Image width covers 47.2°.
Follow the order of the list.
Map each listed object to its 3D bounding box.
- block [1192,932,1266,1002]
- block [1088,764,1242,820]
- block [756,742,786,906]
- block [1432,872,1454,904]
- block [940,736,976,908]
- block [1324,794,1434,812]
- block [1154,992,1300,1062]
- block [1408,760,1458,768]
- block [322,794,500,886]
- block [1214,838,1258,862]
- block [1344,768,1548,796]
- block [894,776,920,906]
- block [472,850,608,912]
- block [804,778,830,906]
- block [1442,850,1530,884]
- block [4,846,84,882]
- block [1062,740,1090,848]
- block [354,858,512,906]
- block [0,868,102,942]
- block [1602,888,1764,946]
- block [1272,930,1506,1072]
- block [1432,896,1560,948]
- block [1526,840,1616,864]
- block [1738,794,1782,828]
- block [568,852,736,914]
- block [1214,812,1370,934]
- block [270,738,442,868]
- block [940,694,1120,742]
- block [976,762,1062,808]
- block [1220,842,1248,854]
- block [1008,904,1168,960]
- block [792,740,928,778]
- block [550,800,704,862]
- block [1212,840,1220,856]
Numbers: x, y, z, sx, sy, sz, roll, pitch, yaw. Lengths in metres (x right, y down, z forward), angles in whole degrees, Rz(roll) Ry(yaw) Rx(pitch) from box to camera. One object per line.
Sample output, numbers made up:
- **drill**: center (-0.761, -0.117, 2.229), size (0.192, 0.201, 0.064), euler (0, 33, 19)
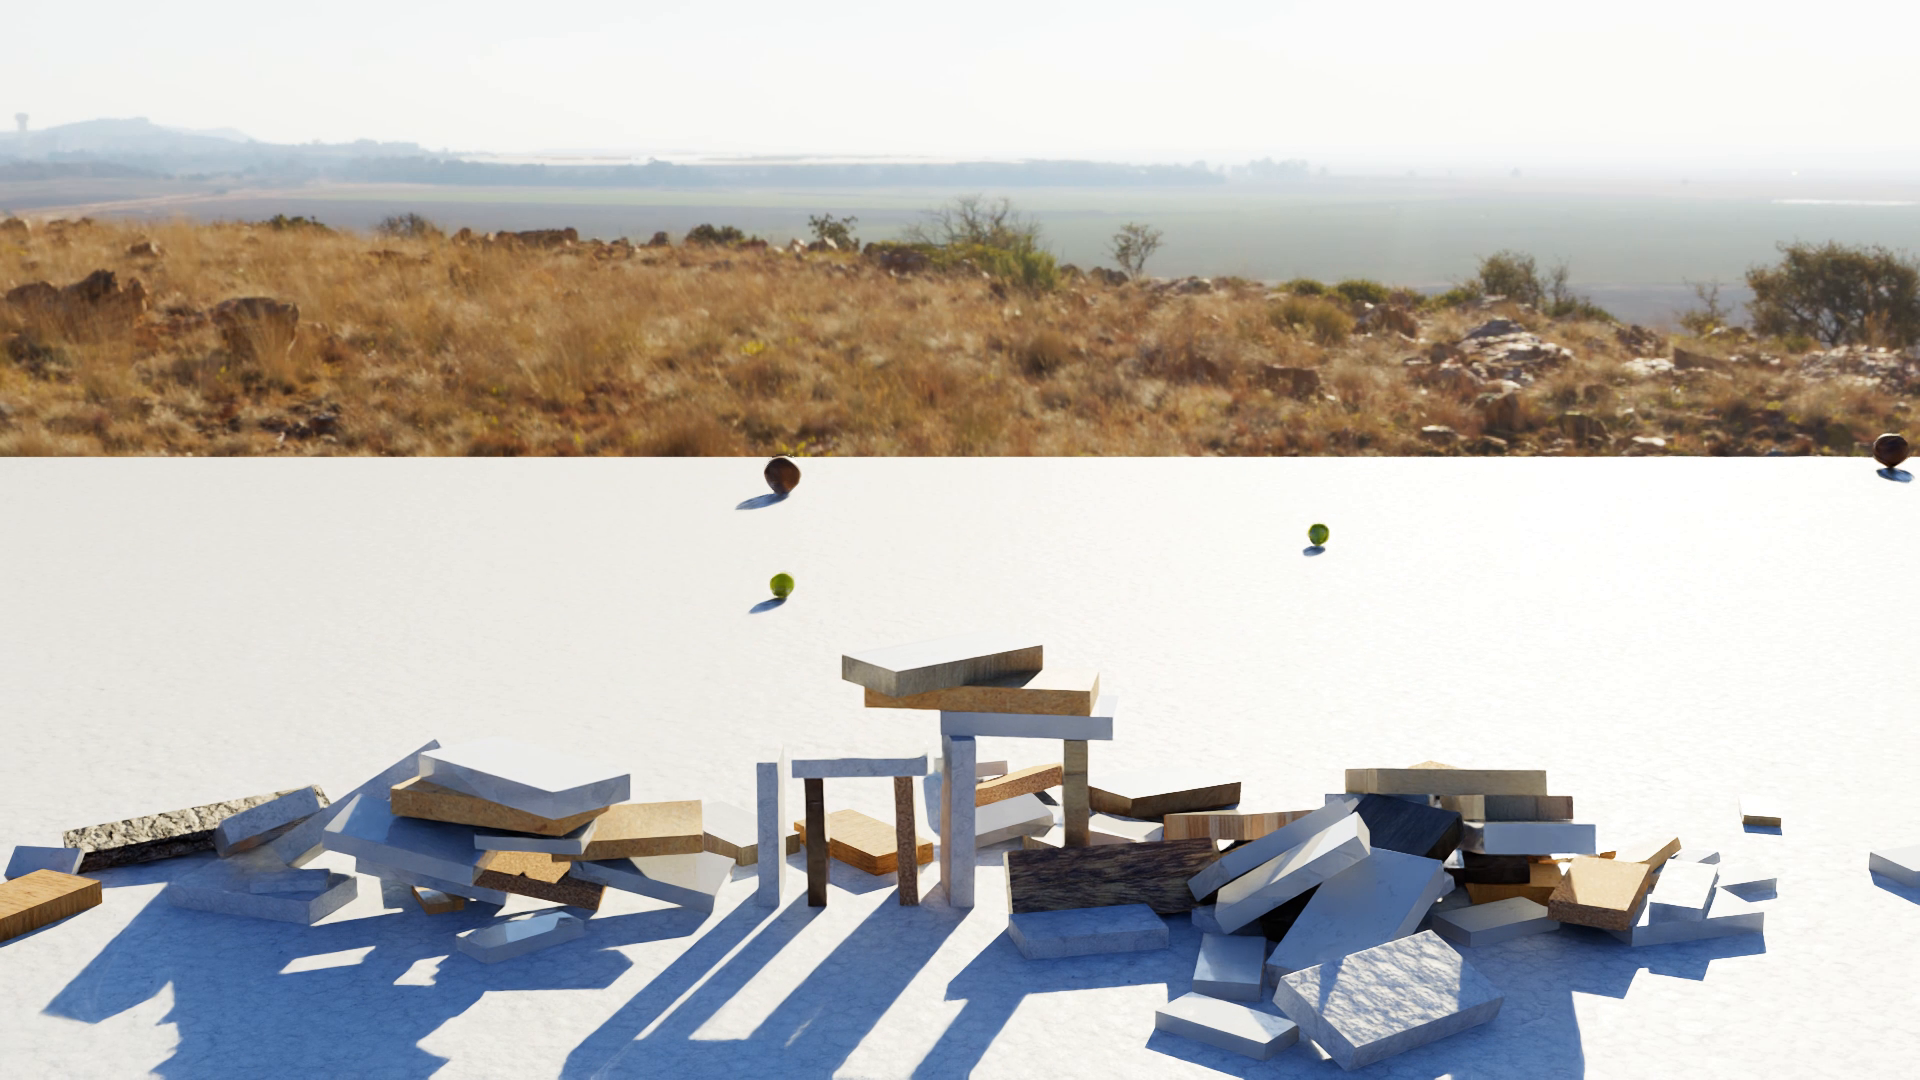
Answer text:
- **block**: center (0.408, 0.642, 3.312), size (0.097, 0.028, 0.194), euler (2, 11, 11)
- **block**: center (0.368, 0.471, 4.111), size (0.304, 0.043, 0.152), euler (-2, 9, -42)
- **block**: center (-0.312, 0.470, 3.645), size (0.035, 0.246, 0.123), euler (0, 11, 0)
- **block**: center (0.688, 0.569, 3.499), size (0.181, 0.026, 0.090), euler (-28, 32, -22)
- **block**: center (-0.004, 0.450, 3.645), size (0.040, 0.283, 0.141), euler (-1, 11, -8)
- **block**: center (0.743, 0.472, 3.879), size (0.171, 0.048, 0.341), euler (-1, -7, 14)
- **block**: center (0.375, 0.683, 3.096), size (0.182, 0.026, 0.091), euler (9, 14, 39)
- **block**: center (0.884, 0.470, 4.231), size (0.218, 0.031, 0.109), euler (-10, 14, -42)
- **block**: center (-0.888, 0.486, 3.573), size (0.254, 0.036, 0.127), euler (13, 22, 6)
- **block**: center (0.499, 0.540, 3.635), size (0.184, 0.026, 0.092), euler (-19, 43, -21)
- **block**: center (0.825, 0.412, 3.743), size (0.302, 0.043, 0.151), euler (2, -7, -10)
- **block**: center (-0.088, 0.481, 3.645), size (0.031, 0.221, 0.111), euler (-3, 11, 0)
- **block**: center (-0.708, 0.539, 3.634), size (0.254, 0.036, 0.127), euler (12, 22, -2)
- **block**: center (-0.236, 0.482, 3.641), size (0.031, 0.221, 0.111), euler (-1, 11, 0)
- **block**: center (0.851, 0.544, 3.663), size (0.182, 0.026, 0.091), euler (-1, 10, 9)
- **block**: center (-1.554, 0.551, 3.733), size (0.119, 0.017, 0.059), euler (2, 53, 8)
- **block**: center (0.191, 0.451, 3.643), size (0.040, 0.283, 0.141), euler (-1, 10, 1)
- **block**: center (-0.861, 0.533, 3.659), size (0.254, 0.036, 0.127), euler (13, 22, 0)
- **block**: center (-1.534, 0.596, 3.531), size (0.135, 0.038, 0.270), euler (5, 12, 26)
- **block**: center (1.145, 0.602, 3.514), size (0.238, 0.034, 0.119), euler (-3, 11, -16)
- **block**: center (0.607, 0.647, 3.104), size (0.307, 0.043, 0.153), euler (-8, 34, -36)
- **block**: center (0.854, 0.608, 3.503), size (0.182, 0.026, 0.091), euler (-5, 12, -27)
- **block**: center (1.052, 0.548, 3.832), size (0.160, 0.023, 0.080), euler (-4, 11, -21)
- **block**: center (1.486, 0.503, 4.089), size (0.066, 0.019, 0.132), euler (3, 11, 15)
- **block**: center (-0.507, 0.542, 3.635), size (0.246, 0.035, 0.123), euler (14, 22, 5)
- **block**: center (0.519, 0.520, 3.433), size (0.256, 0.036, 0.128), euler (-32, 3, 14)
- **block**: center (-1.014, 0.452, 3.750), size (0.314, 0.044, 0.157), euler (-33, -4, -15)
- **block**: center (0.117, 0.289, 3.630), size (0.283, 0.040, 0.141), euler (1, 11, 8)
- **block**: center (0.102, 0.464, 4.156), size (0.247, 0.035, 0.124), euler (-11, -2, -45)
- **block**: center (0.461, 0.539, 3.728), size (0.184, 0.026, 0.092), euler (-12, -4, -16)
- **block**: center (0.200, 0.614, 3.453), size (0.229, 0.032, 0.114), euler (-2, 11, -13)
- **block**: center (-0.164, 0.359, 3.611), size (0.221, 0.031, 0.111), euler (-1, 11, -2)
- **block**: center (-0.549, 0.480, 3.634), size (0.246, 0.035, 0.123), euler (-3, 21, -6)
- **block**: center (0.338, 0.540, 3.703), size (0.184, 0.026, 0.092), euler (-13, -4, -7)
